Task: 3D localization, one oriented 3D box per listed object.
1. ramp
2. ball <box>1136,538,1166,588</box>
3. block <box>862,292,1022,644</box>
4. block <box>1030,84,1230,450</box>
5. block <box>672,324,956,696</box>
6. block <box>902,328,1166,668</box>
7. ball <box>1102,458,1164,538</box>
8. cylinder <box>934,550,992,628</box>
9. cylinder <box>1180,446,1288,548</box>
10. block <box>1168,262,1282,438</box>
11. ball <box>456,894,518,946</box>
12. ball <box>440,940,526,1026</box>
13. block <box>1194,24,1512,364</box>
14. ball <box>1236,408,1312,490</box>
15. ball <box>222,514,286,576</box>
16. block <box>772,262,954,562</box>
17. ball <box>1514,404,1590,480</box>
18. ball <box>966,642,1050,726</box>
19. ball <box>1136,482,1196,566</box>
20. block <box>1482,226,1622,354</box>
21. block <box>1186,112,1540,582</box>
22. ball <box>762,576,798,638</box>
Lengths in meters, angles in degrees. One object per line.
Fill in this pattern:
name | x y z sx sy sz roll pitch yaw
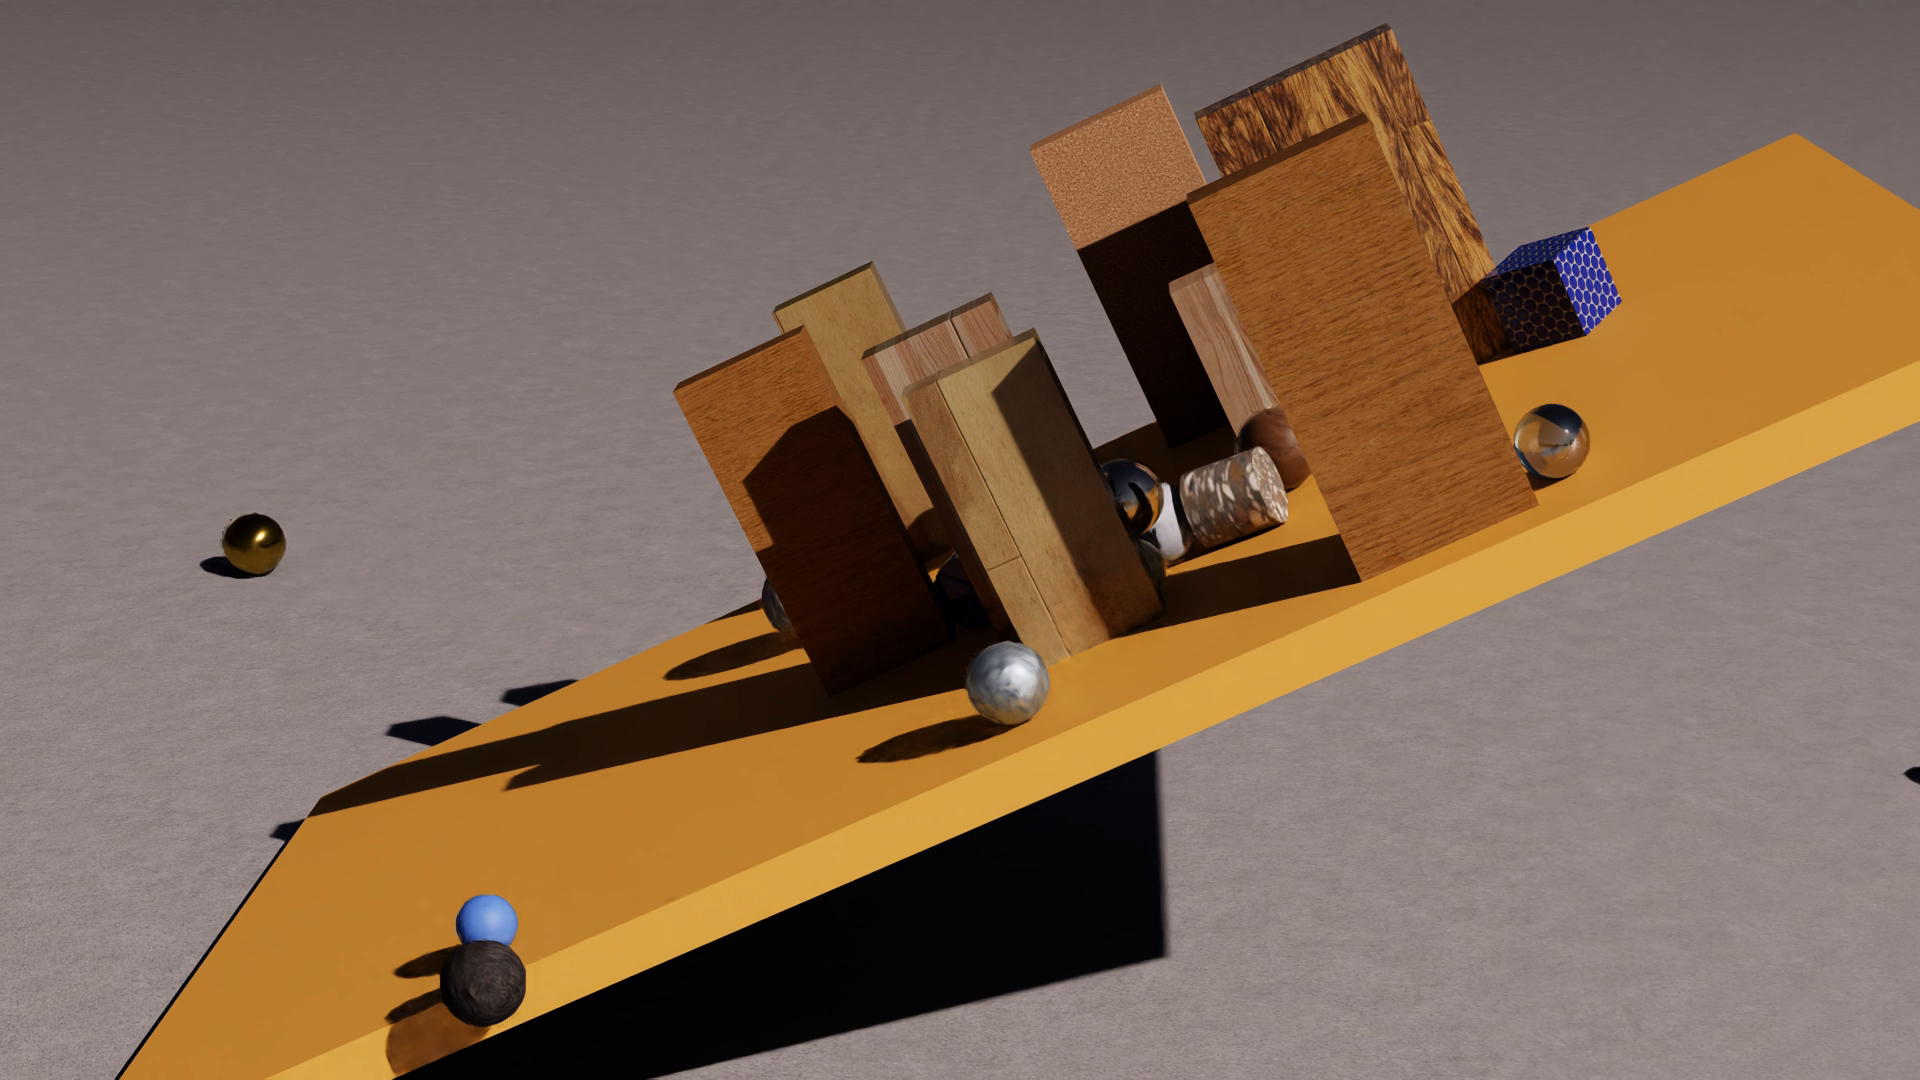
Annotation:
ramp | 0.136 0.169 6.282 4.000 0.100 2.000 -24 13 9
ball | 0.341 0.060 5.803 0.129 0.129 0.129 0 16 0
block | 0.077 -0.132 5.867 0.280 0.664 0.091 -24 13 9
block | 0.474 -0.626 6.779 0.328 0.768 0.109 -24 13 9
block | -0.299 -0.057 6.151 0.294 0.729 0.088 -24 13 9
block | 0.145 -0.075 5.658 0.277 0.601 0.093 -24 13 9
ball | 0.322 -0.081 5.779 0.159 0.159 0.159 0 16 0
cylinder | 0.050 0.078 6.215 0.163 0.163 0.163 5 25 19
cylinder | 0.550 -0.085 5.897 0.162 0.162 0.162 -20 7 24
block | 0.712 -0.408 6.187 0.388 0.453 0.119 -24 13 9
ball | -0.902 0.734 5.609 0.117 0.117 0.117 0 16 0
ball | -0.874 0.812 5.391 0.158 0.158 0.158 0 16 0
block | 0.860 -0.673 6.308 0.447 0.731 0.125 -24 13 9
ball | 0.655 -0.187 6.061 0.173 0.173 0.173 0 16 0
ball | -2.343 0.014 9.766 0.205 0.205 0.205 0 16 0
block | -0.170 -0.286 6.882 0.252 0.685 0.093 -24 13 9
ball | 1.070 -0.178 5.318 0.137 0.137 0.137 0 16 0
ball | 0.089 0.265 5.441 0.155 0.155 0.155 0 16 0
ball | 0.397 -0.031 5.953 0.173 0.173 0.173 0 16 0
block | 1.254 -0.529 6.225 0.178 0.178 0.178 -13 19 44
block | 0.719 -0.340 5.244 0.343 0.756 0.119 -24 13 9
ball | -0.357 0.131 6.722 0.191 0.191 0.191 0 16 0
